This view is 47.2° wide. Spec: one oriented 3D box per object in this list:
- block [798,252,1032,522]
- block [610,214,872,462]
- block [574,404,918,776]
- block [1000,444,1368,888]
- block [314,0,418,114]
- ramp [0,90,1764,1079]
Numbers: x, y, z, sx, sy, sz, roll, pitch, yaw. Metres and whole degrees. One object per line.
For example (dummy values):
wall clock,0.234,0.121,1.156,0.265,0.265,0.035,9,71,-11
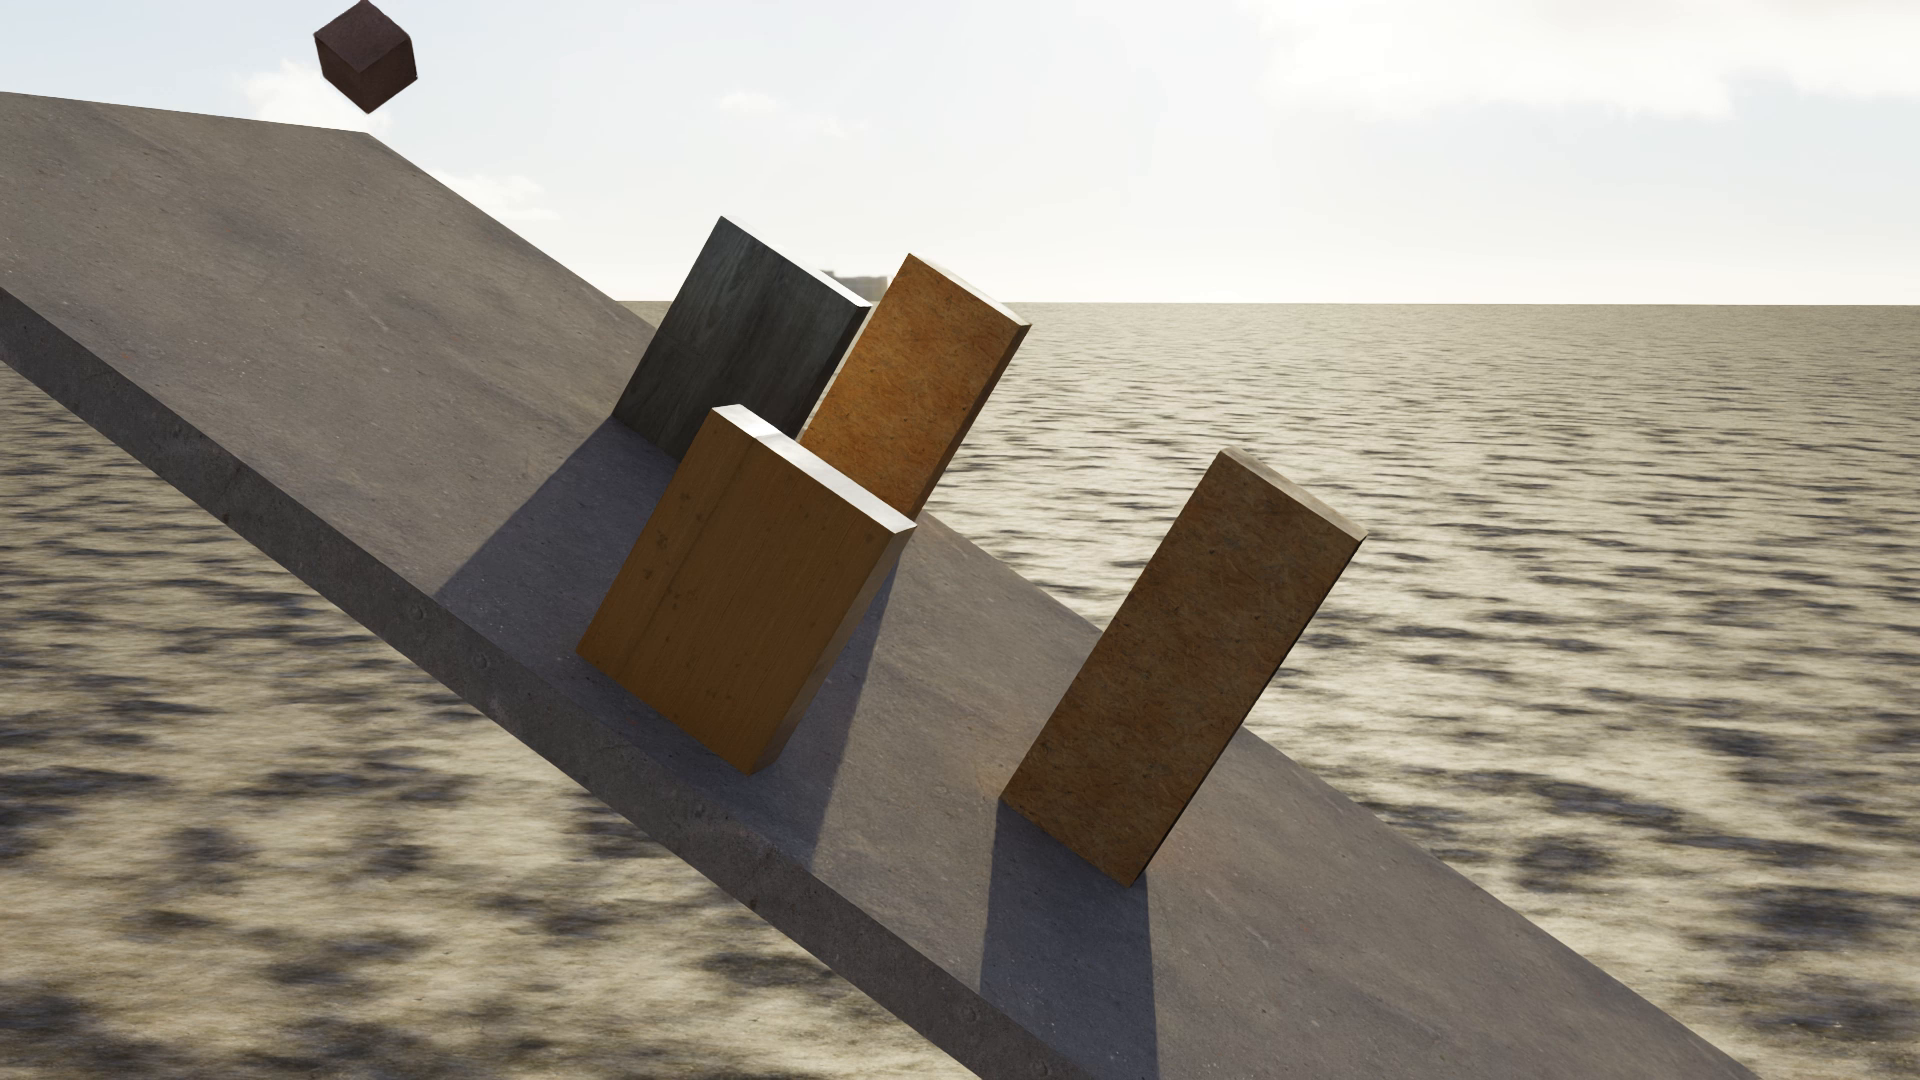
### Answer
block,-0.112,-0.316,4.784,0.292,0.541,0.097,34,15,11
block,-0.441,-0.360,4.414,0.339,0.471,0.081,34,15,11
block,-0.324,0.074,3.303,0.333,0.439,0.107,34,15,11
block,0.372,0.213,3.695,0.267,0.708,0.137,34,15,11
block,-1.200,-0.977,4.447,0.134,0.134,0.134,-44,-14,-24
ramp,-0.154,0.254,4.113,4.000,0.100,2.000,34,15,11
